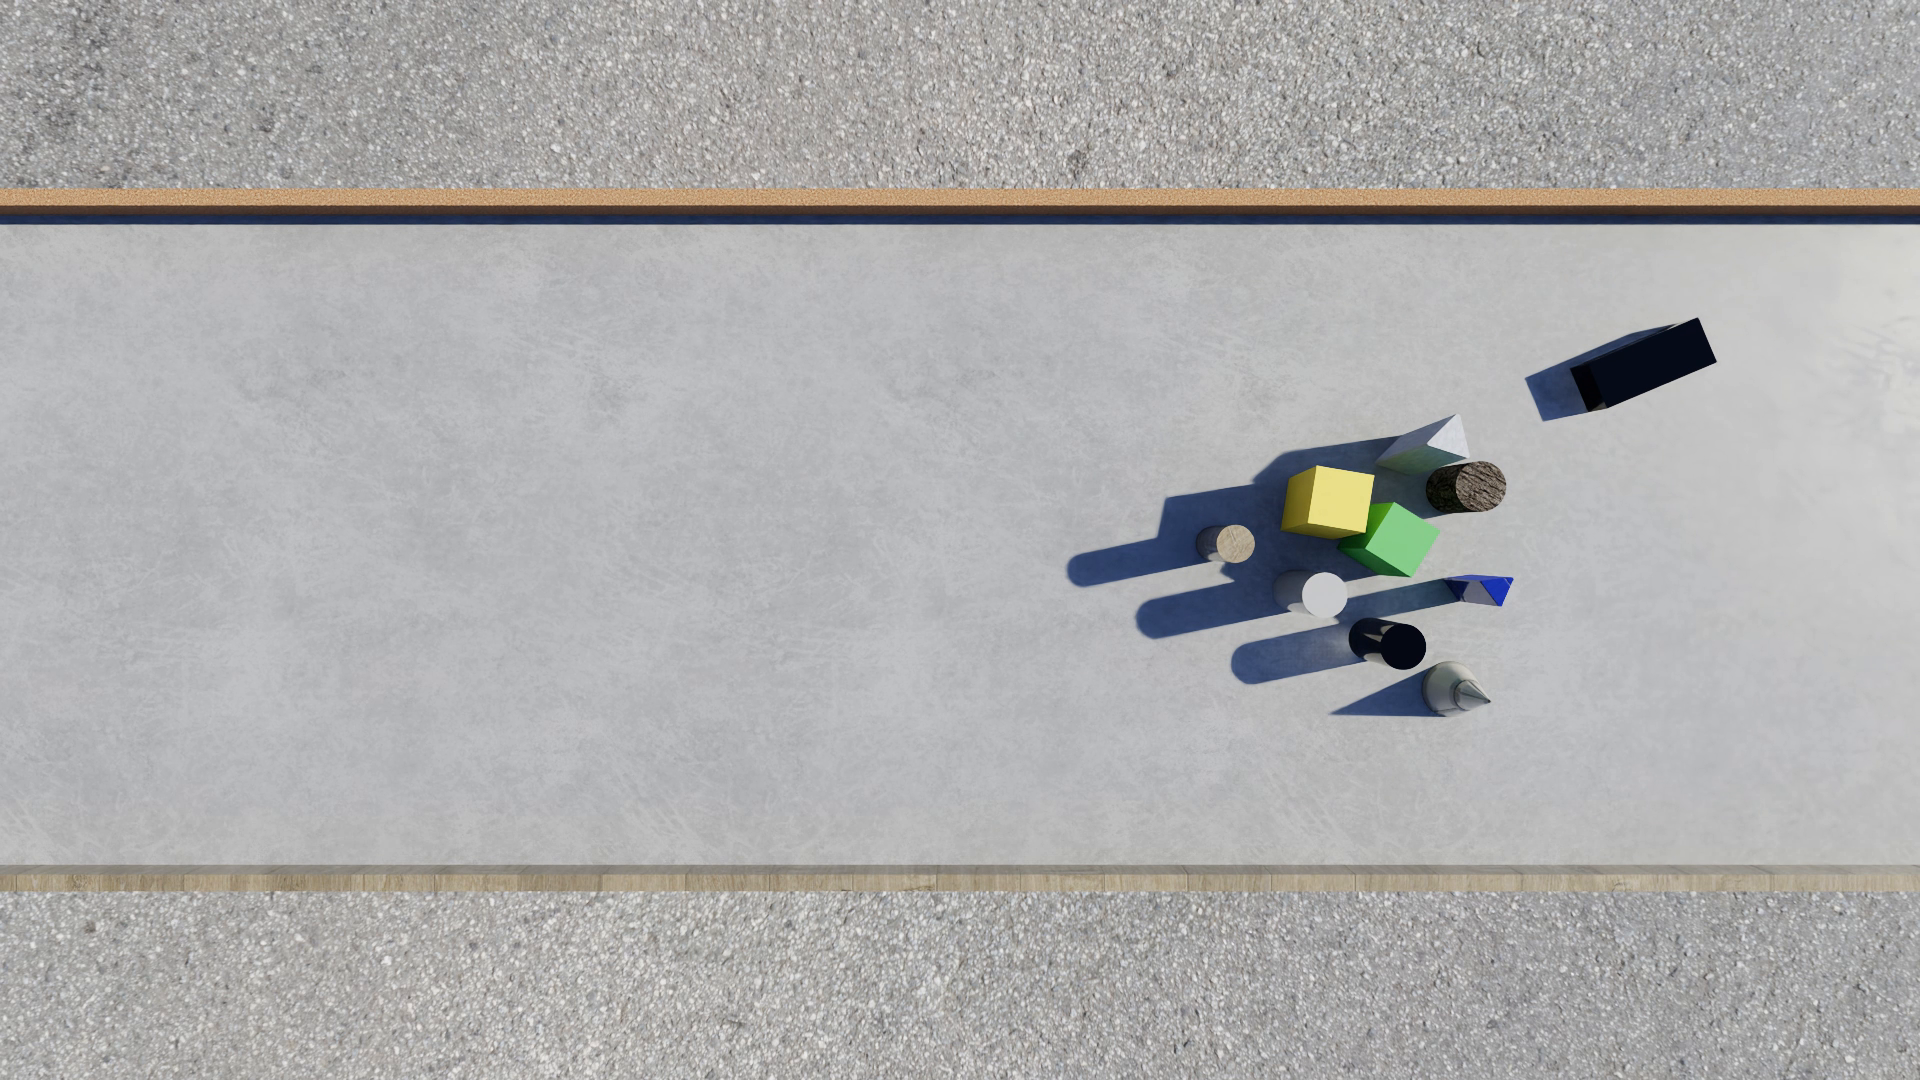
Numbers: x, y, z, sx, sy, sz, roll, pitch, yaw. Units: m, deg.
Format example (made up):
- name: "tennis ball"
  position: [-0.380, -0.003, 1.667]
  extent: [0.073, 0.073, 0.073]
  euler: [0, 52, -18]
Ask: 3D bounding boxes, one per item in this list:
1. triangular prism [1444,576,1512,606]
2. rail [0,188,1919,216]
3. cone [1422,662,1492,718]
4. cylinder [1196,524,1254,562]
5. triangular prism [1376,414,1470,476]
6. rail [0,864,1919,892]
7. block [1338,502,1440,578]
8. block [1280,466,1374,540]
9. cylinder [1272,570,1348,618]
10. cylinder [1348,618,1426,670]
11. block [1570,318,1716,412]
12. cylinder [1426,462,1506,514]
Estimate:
- name: "triangular prism"
  position: [1.544, 0.131, 4.885]
  extent: [0.077, 0.382, 0.089]
  euler: [-37, 90, 0]
- name: "rail"
  position: [-2.247, -1.025, 5.002]
  extent: [12.000, 0.150, 0.050]
  euler: [0, 90, 0]
- name: "cone"
  position: [1.507, 0.459, 4.875]
  extent: [0.173, 0.402, 0.173]
  euler: [0, 90, 0]
- name: "cylinder"
  position: [0.779, 0.011, 4.868]
  extent: [0.107, 0.417, 0.107]
  euler: [0, 90, 0]
- name: "triangular prism"
  position: [1.370, -0.287, 4.859]
  extent: [0.127, 0.427, 0.110]
  euler: [17, 84, -4]
- name: "rail"
  position: [-2.247, 1.025, 5.001]
  extent: [12.000, 0.150, 0.050]
  euler: [0, 90, 0]
- name: "block"
  position: [1.264, 0.000, 4.888]
  extent: [0.156, 0.375, 0.156]
  euler: [32, 90, 0]
- name: "block"
  position: [1.080, -0.106, 4.872]
  extent: [0.164, 0.399, 0.164]
  euler: [10, 87, 1]
- name: "cylinder"
  position: [1.025, 0.155, 4.856]
  extent: [0.128, 0.442, 0.128]
  euler: [0, 90, 0]
- name: "cylinder"
  position: [1.262, 0.304, 4.886]
  extent: [0.133, 0.380, 0.133]
  euler: [0, 90, 0]
- name: "block"
  position: [2.070, -0.530, 5.003]
  extent: [0.357, 0.147, 0.147]
  euler: [-23, 90, 0]
- name: "cylinder"
  position: [1.507, -0.155, 4.923]
  extent: [0.147, 0.306, 0.147]
  euler: [0, 90, 0]
